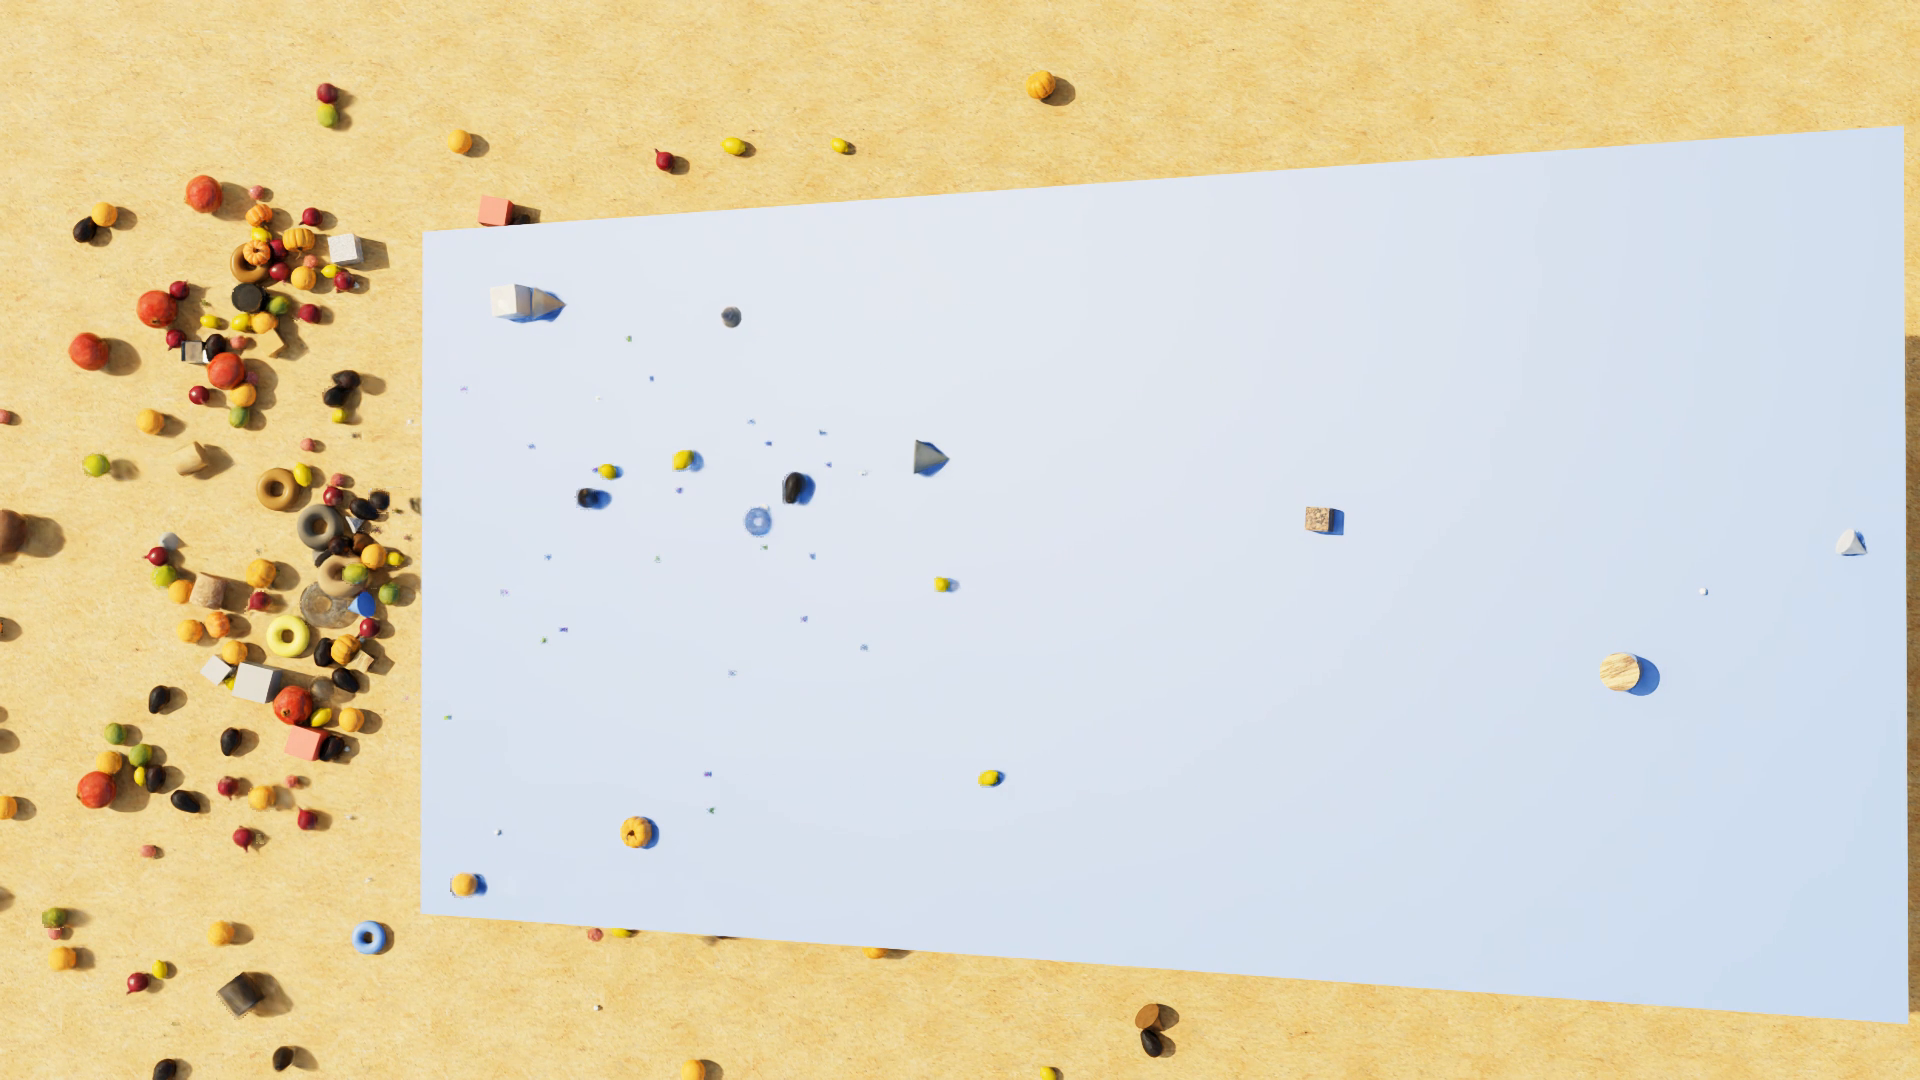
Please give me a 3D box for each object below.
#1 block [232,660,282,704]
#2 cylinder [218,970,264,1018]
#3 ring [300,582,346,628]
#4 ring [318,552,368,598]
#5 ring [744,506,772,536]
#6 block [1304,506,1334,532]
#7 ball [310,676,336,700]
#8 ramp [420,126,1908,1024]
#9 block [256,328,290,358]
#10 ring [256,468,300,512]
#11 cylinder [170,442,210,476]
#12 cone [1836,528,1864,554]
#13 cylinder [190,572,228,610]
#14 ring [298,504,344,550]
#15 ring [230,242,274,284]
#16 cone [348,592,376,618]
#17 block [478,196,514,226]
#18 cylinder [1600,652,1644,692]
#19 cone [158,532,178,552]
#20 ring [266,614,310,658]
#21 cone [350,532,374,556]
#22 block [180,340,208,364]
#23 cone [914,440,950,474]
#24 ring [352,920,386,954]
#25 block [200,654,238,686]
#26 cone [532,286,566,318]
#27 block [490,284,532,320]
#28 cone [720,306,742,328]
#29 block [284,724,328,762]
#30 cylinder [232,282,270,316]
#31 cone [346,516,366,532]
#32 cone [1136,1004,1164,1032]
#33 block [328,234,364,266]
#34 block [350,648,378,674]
[{"bbox_3d":[-2.073,0.420,6.490,0.100,0.100,0.100,14,89,0],"label":"block"},{"bbox_3d":[-2.118,1.339,6.480,0.096,0.096,0.096,-38,90,0],"label":"cylinder"},{"bbox_3d":[-1.888,0.190,6.520,0.143,0.048,0.143,0,90,1],"label":"ring"},{"bbox_3d":[-1.822,0.103,6.496,0.149,0.050,0.149,2,58,-3],"label":"ring"},{"bbox_3d":[-0.552,-0.050,6.006,0.080,0.027,0.080,0,90,22],"label":"ring"},{"bbox_3d":[0.881,-0.051,5.383,0.058,0.058,0.058,3,91,23],"label":"block"},{"bbox_3d":[-1.886,0.439,6.503,0.073,0.073,0.073,0,89,0],"label":"ball"},{"bbox_3d":[0.283,0.085,5.720,4.000,0.100,2.000,0,89,23],"label":"ramp"},{"bbox_3d":[-2.038,-0.584,6.522,0.060,0.060,0.060,-34,89,0],"label":"block"},{"bbox_3d":[-2.024,-0.150,6.526,0.130,0.043,0.130,0,89,1],"label":"ring"},{"bbox_3d":[-2.280,-0.239,6.509,0.079,0.079,0.079,-27,89,0],"label":"cylinder"},{"bbox_3d":[2.007,0.017,4.923,0.062,0.062,0.062,35,89,-18],"label":"cone"},{"bbox_3d":[-2.219,0.151,6.499,0.089,0.089,0.089,19,89,0],"label":"cylinder"},{"bbox_3d":[-1.897,-0.039,6.523,0.139,0.046,0.139,0,90,-1],"label":"ring"},{"bbox_3d":[-2.105,-0.821,6.534,0.128,0.043,0.128,0,88,-1],"label":"ring"},{"bbox_3d":[-1.791,0.199,6.525,0.078,0.078,0.078,-15,89,30],"label":"cone"},{"bbox_3d":[-1.376,-0.970,6.517,0.080,0.080,0.080,9,89,0],"label":"block"},{"bbox_3d":[1.530,0.304,5.088,0.088,0.088,0.088,0,89,23],"label":"cylinder"},{"bbox_3d":[-2.355,0.004,6.515,0.060,0.060,0.060,0,89,0],"label":"cone"},{"bbox_3d":[-1.992,0.285,6.521,0.127,0.042,0.127,0,90,-1],"label":"ring"},{"bbox_3d":[-1.779,0.013,6.509,0.072,0.072,0.072,0,89,0],"label":"cone"},{"bbox_3d":[-2.269,-0.557,6.522,0.061,0.061,0.061,-1,89,0],"label":"block"},{"bbox_3d":[-0.072,-0.217,5.796,0.095,0.095,0.095,4,89,-4],"label":"cone"},{"bbox_3d":[-1.752,1.178,6.514,0.102,0.034,0.102,0,89,-1],"label":"ring"},{"bbox_3d":[-2.193,0.384,6.507,0.066,0.066,0.066,38,89,0],"label":"block"},{"bbox_3d":[-1.166,-0.673,6.264,0.092,0.092,0.092,3,89,-4],"label":"cone"},{"bbox_3d":[-1.283,-0.682,6.292,0.083,0.083,0.083,-6,87,23],"label":"block"},{"bbox_3d":[-0.642,-0.615,6.030,0.064,0.064,0.064,0,89,23],"label":"cone"},{"bbox_3d":[-1.931,0.598,6.495,0.086,0.086,0.086,18,89,0],"label":"block"},{"bbox_3d":[-2.101,-0.713,6.511,0.087,0.087,0.087,0,89,0],"label":"cylinder"},{"bbox_3d":[-1.786,-0.056,6.534,0.055,0.055,0.055,-23,89,-33],"label":"cone"},{"bbox_3d":[0.578,1.433,6.508,0.086,0.086,0.086,-45,116,0],"label":"cone"},{"bbox_3d":[-1.820,-0.860,6.518,0.076,0.076,0.076,-9,89,0],"label":"block"},{"bbox_3d":[-1.765,0.358,6.515,0.051,0.051,0.051,35,89,0],"label":"block"}]
